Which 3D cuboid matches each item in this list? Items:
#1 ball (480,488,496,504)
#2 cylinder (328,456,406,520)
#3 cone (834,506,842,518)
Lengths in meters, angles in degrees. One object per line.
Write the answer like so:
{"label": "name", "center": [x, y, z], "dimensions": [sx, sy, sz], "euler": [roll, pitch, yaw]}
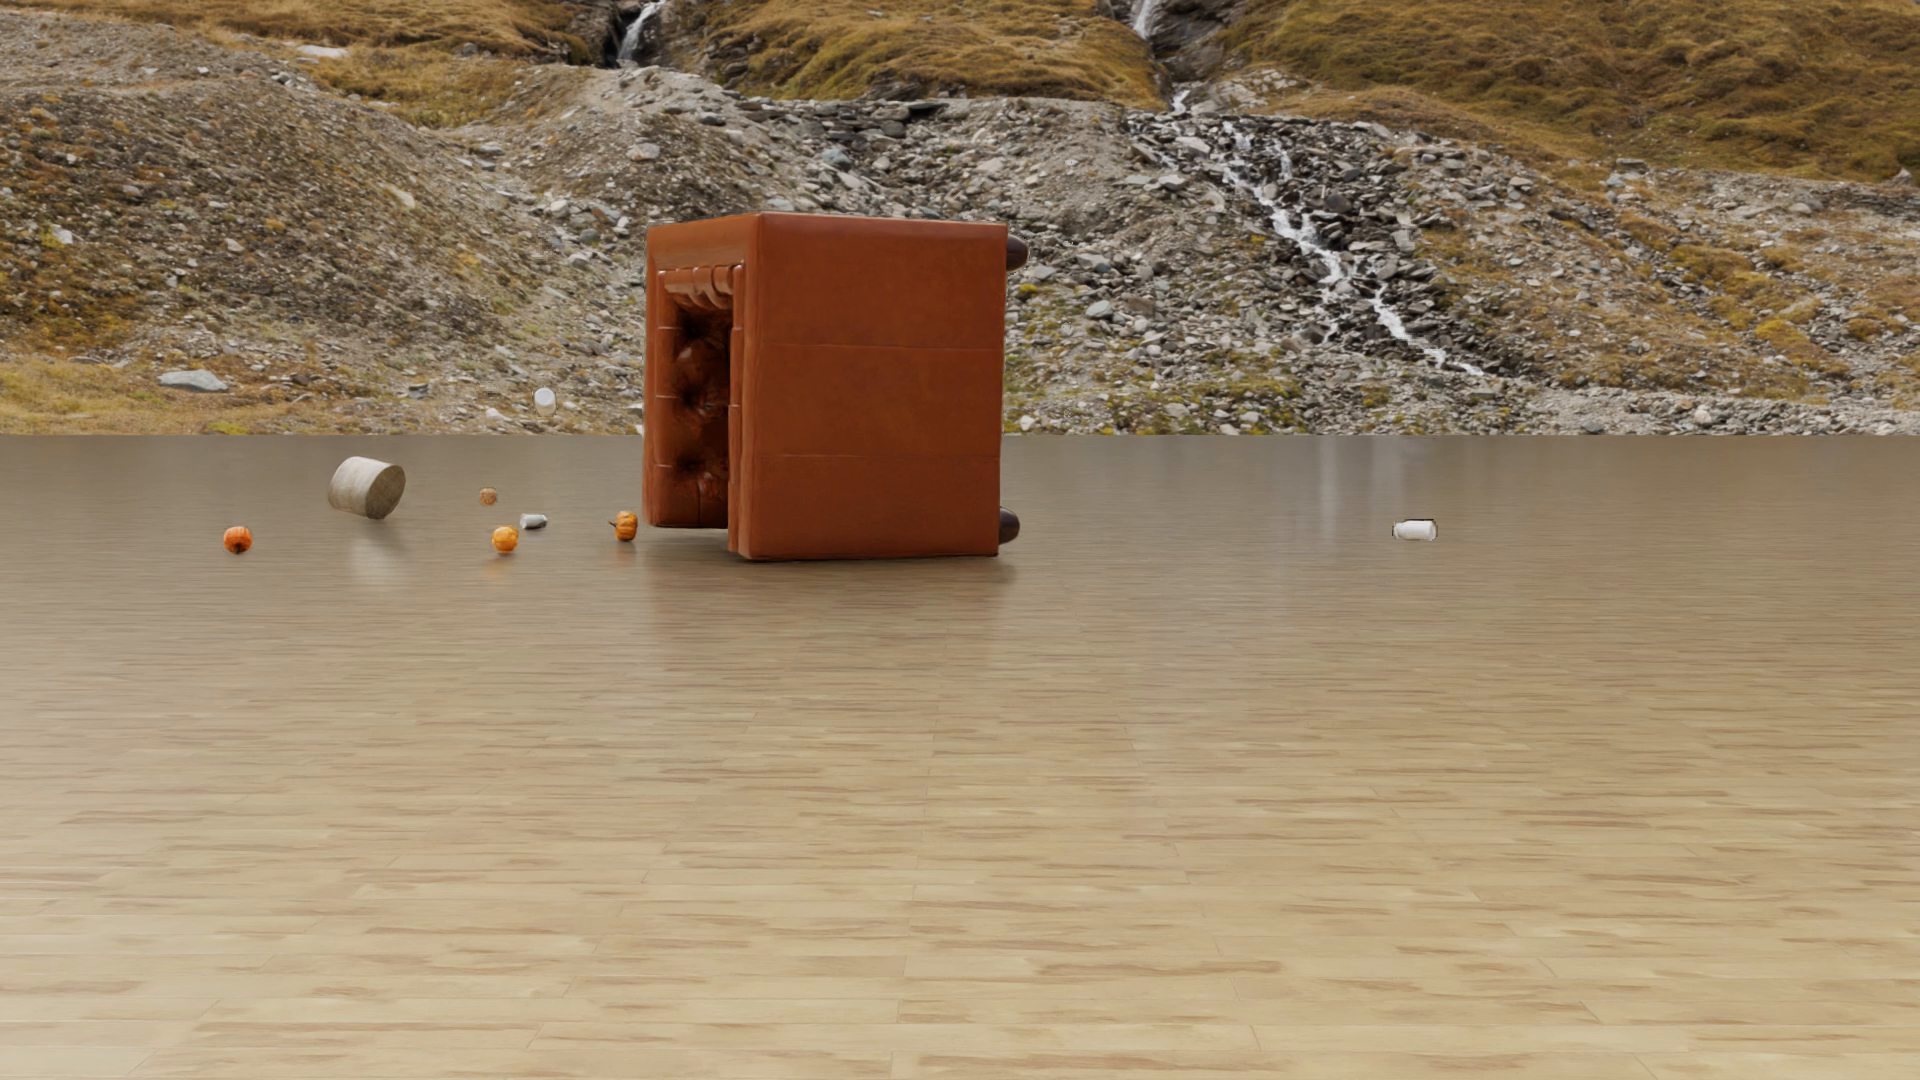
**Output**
{"label": "ball", "center": [-1.516, -0.140, 7.061], "dimensions": [0.054, 0.054, 0.054], "euler": [0, 4, 0]}
{"label": "cylinder", "center": [-2.052, -0.181, 7.611], "dimensions": [0.172, 0.214, 0.158], "euler": [13, -34, 27]}
{"label": "cone", "center": [-0.419, -0.088, 7.664], "dimensions": [0.034, 0.049, 0.049], "euler": [2, 29, -23]}
